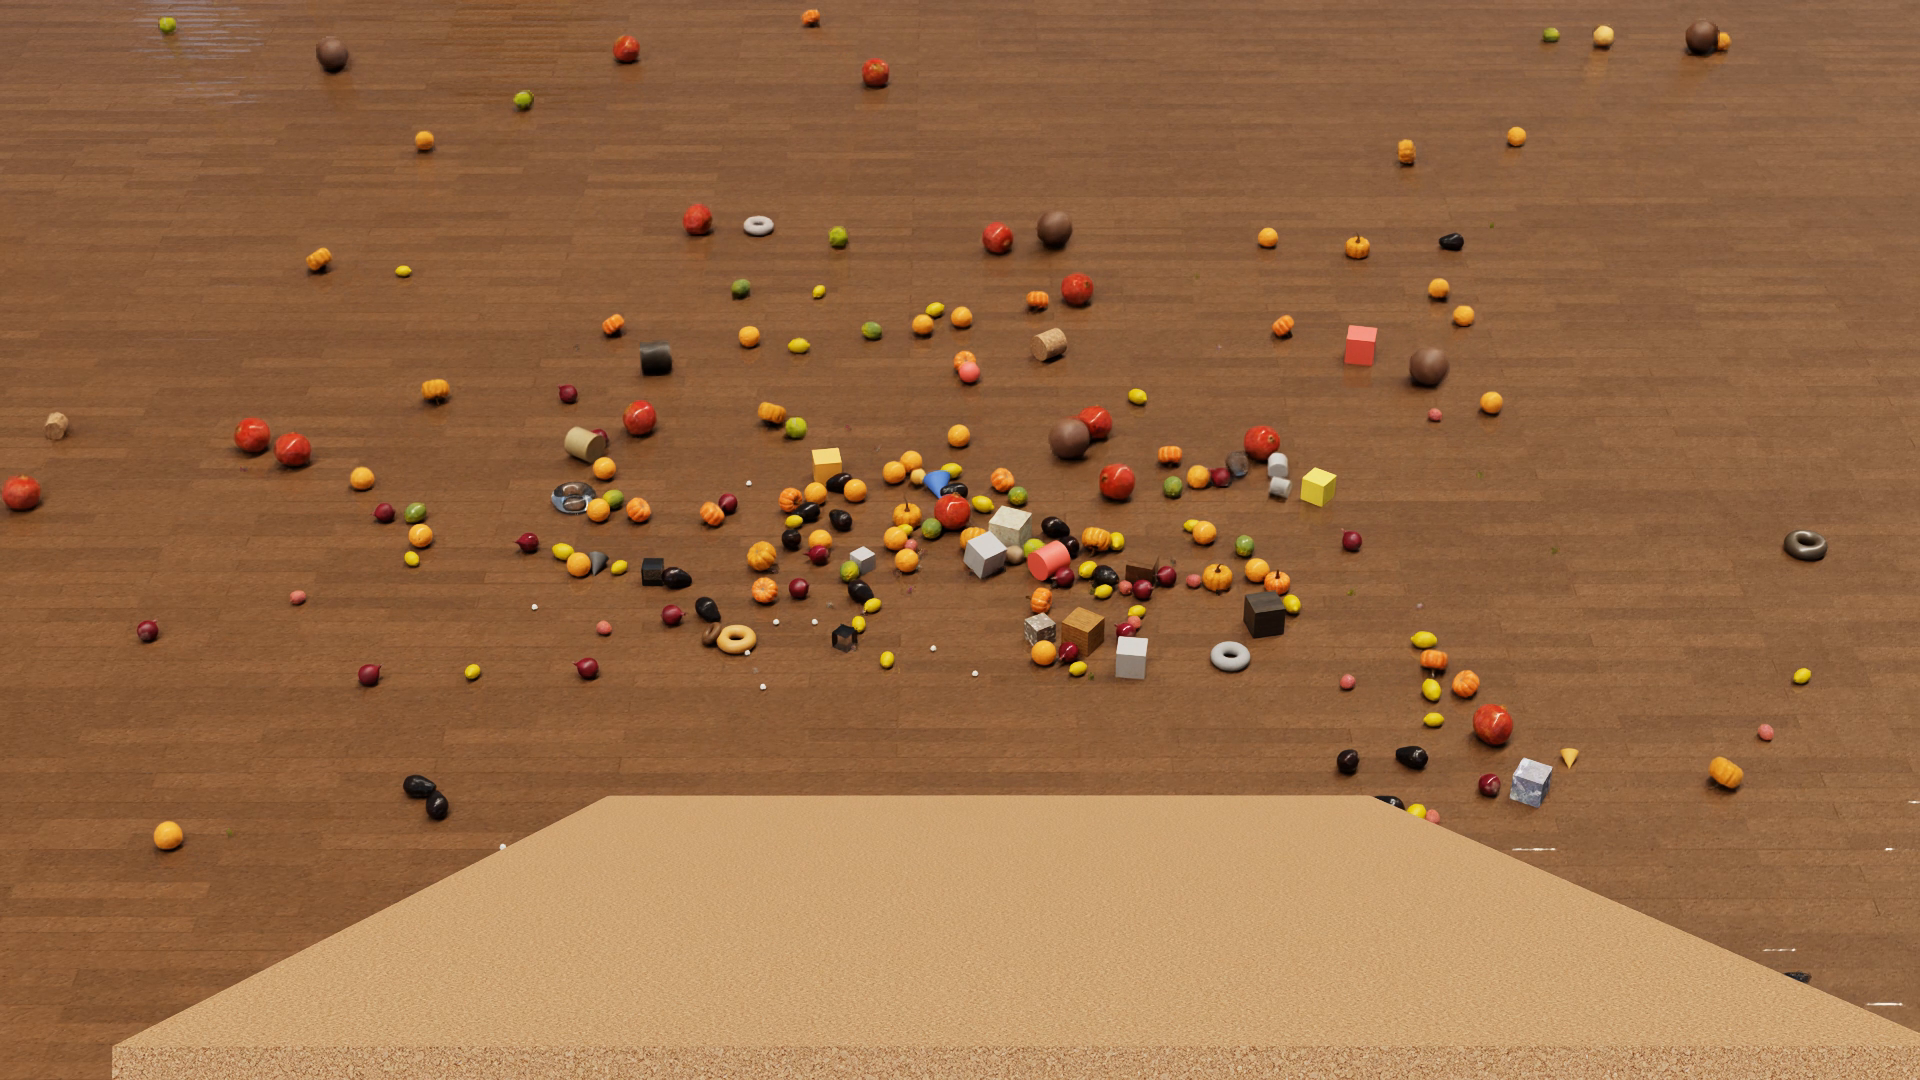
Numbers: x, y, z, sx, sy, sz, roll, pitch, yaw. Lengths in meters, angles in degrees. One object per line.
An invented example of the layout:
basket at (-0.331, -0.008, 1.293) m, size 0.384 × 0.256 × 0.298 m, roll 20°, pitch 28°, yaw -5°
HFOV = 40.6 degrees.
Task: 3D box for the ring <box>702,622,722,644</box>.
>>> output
ring at (-0.717, 0.269, 7.496) m, size 0.075 × 0.025 × 0.075 m, roll -39°, pitch 27°, yaw 24°

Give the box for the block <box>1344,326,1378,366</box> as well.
block at (1.358, -0.659, 8.800) m, size 0.094 × 0.094 × 0.094 m, roll 7°, pitch 35°, yaw 10°

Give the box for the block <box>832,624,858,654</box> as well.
block at (-0.332, 0.283, 7.480) m, size 0.052 × 0.052 × 0.052 m, roll 22°, pitch 40°, yaw 28°

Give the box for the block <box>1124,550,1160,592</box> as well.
block at (0.542, 0.092, 7.731) m, size 0.080 × 0.080 × 0.080 m, roll 11°, pitch 36°, yaw 15°

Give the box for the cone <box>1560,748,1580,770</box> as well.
cone at (1.655, 0.599, 7.051) m, size 0.050 × 0.050 × 0.050 m, roll 5°, pitch 62°, yaw 7°

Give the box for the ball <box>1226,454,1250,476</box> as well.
ball at (0.879, -0.237, 8.209) m, size 0.075 × 0.075 × 0.075 m, roll 0°, pitch 35°, yaw 0°

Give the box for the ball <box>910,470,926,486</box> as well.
ball at (-0.130, -0.197, 8.172) m, size 0.051 × 0.051 × 0.051 m, roll 0°, pitch 35°, yaw 0°

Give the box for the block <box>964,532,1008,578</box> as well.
block at (0.075, 0.045, 7.778) m, size 0.086 × 0.086 × 0.086 m, roll -25°, pitch 56°, yaw -31°

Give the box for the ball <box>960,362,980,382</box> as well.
ball at (0.033, -0.560, 8.678) m, size 0.070 × 0.070 × 0.070 m, roll 0°, pitch 35°, yaw 0°

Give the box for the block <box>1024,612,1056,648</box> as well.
block at (0.231, 0.262, 7.499) m, size 0.065 × 0.065 × 0.065 m, roll -20°, pitch 39°, yaw -26°

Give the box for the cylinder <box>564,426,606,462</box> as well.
cylinder at (-1.198, -0.304, 8.291) m, size 0.093 × 0.093 × 0.093 m, roll 22°, pitch 40°, yaw 29°

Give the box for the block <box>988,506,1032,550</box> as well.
block at (0.152, -0.026, 7.884) m, size 0.099 × 0.099 × 0.099 m, roll 15°, pitch 37°, yaw 20°

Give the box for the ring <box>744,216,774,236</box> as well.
ring at (-0.742, -1.157, 9.568) m, size 0.112 × 0.037 × 0.112 m, roll 1°, pitch 35°, yaw -1°

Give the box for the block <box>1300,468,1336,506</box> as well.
block at (1.118, -0.165, 8.103) m, size 0.077 × 0.077 × 0.077 m, roll 23°, pitch 41°, yaw 30°

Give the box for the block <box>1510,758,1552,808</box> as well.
block at (1.524, 0.648, 6.929) m, size 0.082 × 0.082 × 0.082 m, roll 18°, pitch 39°, yaw 24°

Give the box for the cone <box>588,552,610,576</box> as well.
cone at (-1.092, 0.080, 7.792) m, size 0.067 × 0.067 × 0.067 m, roll 4°, pitch 62°, yaw 6°

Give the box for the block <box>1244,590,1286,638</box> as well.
block at (0.884, 0.216, 7.541) m, size 0.093 × 0.093 × 0.093 m, roll -8°, pitch 36°, yaw -11°

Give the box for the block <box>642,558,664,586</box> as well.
block at (-0.915, 0.096, 7.743) m, size 0.060 × 0.060 × 0.060 m, roll 1°, pitch 35°, yaw 2°

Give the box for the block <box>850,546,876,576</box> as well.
block at (-0.292, 0.063, 7.795) m, size 0.055 × 0.055 × 0.055 m, roll -28°, pitch 43°, yaw -34°

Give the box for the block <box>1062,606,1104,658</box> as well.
block at (0.353, 0.265, 7.474) m, size 0.090 × 0.090 × 0.090 m, roll 21°, pitch 40°, yaw 28°

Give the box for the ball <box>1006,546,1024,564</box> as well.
ball at (0.164, 0.043, 7.822) m, size 0.056 × 0.056 × 0.056 m, roll 0°, pitch 35°, yaw 0°

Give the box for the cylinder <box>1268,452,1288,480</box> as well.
cylinder at (1.007, -0.232, 8.213) m, size 0.063 × 0.063 × 0.063 m, roll 3°, pitch 35°, yaw 4°

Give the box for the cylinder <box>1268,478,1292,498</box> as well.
cylinder at (1.001, -0.162, 8.118) m, size 0.055 × 0.055 × 0.055 m, roll 15°, pitch 37°, yaw 20°

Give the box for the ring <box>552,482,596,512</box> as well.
ring at (-1.202, -0.133, 8.085) m, size 0.141 × 0.047 × 0.141 m, roll 1°, pitch 34°, yaw -1°

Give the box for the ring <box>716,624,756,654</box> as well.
ring at (-0.645, 0.286, 7.488) m, size 0.117 × 0.039 × 0.117 m, roll 1°, pitch 34°, yaw -1°

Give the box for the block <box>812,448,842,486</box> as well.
block at (-0.419, -0.229, 8.191) m, size 0.083 × 0.083 × 0.083 m, roll -5°, pitch 35°, yaw -8°

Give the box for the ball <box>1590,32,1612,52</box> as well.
ball at (2.680, -2.079, 10.851) m, size 0.086 × 0.086 × 0.086 m, roll 0°, pitch 35°, yaw 0°

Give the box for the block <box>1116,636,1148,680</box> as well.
block at (0.488, 0.335, 7.379) m, size 0.083 × 0.083 × 0.083 m, roll 5°, pitch 35°, yaw 7°

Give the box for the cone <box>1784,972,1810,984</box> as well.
cone at (2.020, 1.109, 6.299) m, size 0.095 × 0.095 × 0.095 m, roll 0°, pitch 61°, yaw 0°

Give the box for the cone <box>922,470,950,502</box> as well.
cone at (-0.064, -0.156, 8.122) m, size 0.090 × 0.090 × 0.090 m, roll -7°, pitch 62°, yaw -10°

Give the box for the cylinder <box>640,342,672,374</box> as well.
cylinder at (-1.023, -0.610, 8.728) m, size 0.096 × 0.096 × 0.096 m, roll -7°, pitch 35°, yaw -10°

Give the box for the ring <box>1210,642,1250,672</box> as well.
ring at (0.773, 0.332, 7.422) m, size 0.115 × 0.038 × 0.115 m, roll 0°, pitch 36°, yaw 0°

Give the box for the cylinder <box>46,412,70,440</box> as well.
cylinder at (-2.922, -0.370, 8.411) m, size 0.063 × 0.063 × 0.063 m, roll -3°, pitch 35°, yaw -4°

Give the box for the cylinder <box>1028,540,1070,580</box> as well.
cylinder at (0.266, 0.062, 7.764) m, size 0.092 × 0.092 × 0.092 m, roll -26°, pitch 43°, yaw -33°

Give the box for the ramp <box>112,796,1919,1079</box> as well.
ramp at (0.077, 0.661, 4.825) m, size 2.000 × 0.100 × 4.000 m, roll 0°, pitch -2°, yaw 0°

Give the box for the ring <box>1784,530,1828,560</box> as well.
ring at (2.565, 0.014, 7.876) m, size 0.129 × 0.043 × 0.129 m, roll -1°, pitch 36°, yaw 1°

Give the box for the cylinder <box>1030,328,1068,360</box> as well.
cylinder at (0.301, -0.663, 8.811) m, size 0.089 × 0.089 × 0.089 m, roll -24°, pitch 41°, yaw -30°
